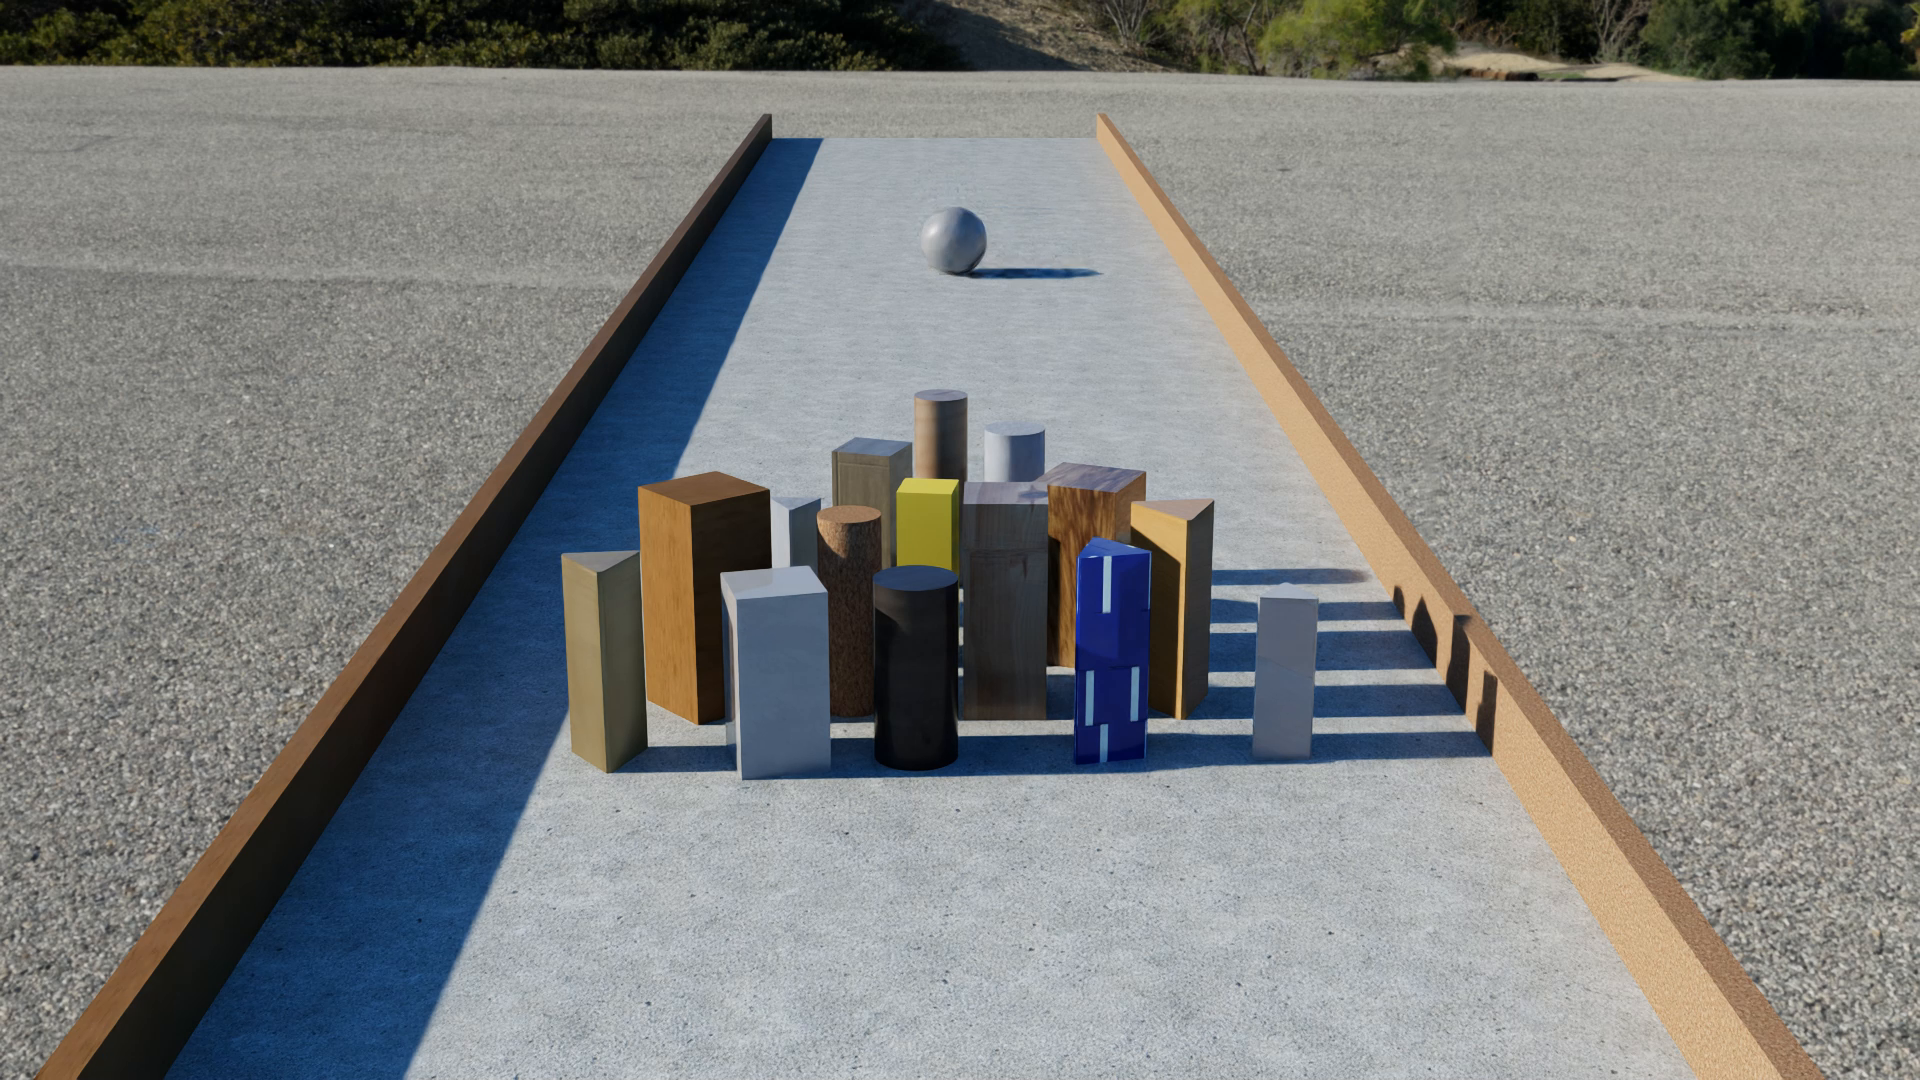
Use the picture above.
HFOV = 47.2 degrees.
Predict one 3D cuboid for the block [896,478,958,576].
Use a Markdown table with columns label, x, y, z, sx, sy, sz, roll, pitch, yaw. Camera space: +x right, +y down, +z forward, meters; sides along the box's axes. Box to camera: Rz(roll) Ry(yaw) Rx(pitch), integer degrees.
| label | x | y | z | sx | sy | sz | roll | pitch | yaw |
| --- | --- | --- | --- | --- | --- | --- | --- | --- | --- |
| block | -0.063 | 0.065 | 4.377 | 0.108 | 0.359 | 0.108 | 2 | 17 | 7 |

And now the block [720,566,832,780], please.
| label | x | y | z | sx | sy | sz | roll | pitch | yaw |
| --- | --- | --- | --- | --- | --- | --- | --- | --- | --- |
| block | -0.324 | 0.232 | 3.869 | 0.159 | 0.330 | 0.159 | -5 | 17 | -15 |

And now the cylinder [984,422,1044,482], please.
| label | x | y | z | sx | sy | sz | roll | pitch | yaw |
| --- | --- | --- | --- | --- | --- | --- | --- | --- | --- |
| cylinder | 0.113 | -0.035 | 4.624 | 0.127 | 0.411 | 0.127 | 0 | 17 | 0 |

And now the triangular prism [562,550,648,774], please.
| label | x | y | z | sx | sy | sz | roll | pitch | yaw |
| --- | --- | --- | --- | --- | --- | --- | --- | --- | --- |
| triangular prism | -0.610 | 0.207 | 3.883 | 0.116 | 0.370 | 0.134 | -13 | 21 | -36 |

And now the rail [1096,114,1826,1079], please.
| label | x | y | z | sx | sy | sz | roll | pitch | yaw |
| --- | --- | --- | --- | --- | --- | --- | --- | --- | --- |
| rail | 0.932 | -0.844 | 7.801 | 0.050 | 0.150 | 12.000 | 0 | 17 | -1 |

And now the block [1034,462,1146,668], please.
| label | x | y | z | sx | sy | sz | roll | pitch | yaw |
| --- | --- | --- | --- | --- | --- | --- | --- | --- | --- |
| block | 0.255 | 0.053 | 4.397 | 0.178 | 0.371 | 0.178 | 7 | 18 | 22 |

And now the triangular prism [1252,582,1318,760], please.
| label | x | y | z | sx | sy | sz | roll | pitch | yaw |
| --- | --- | --- | --- | --- | --- | --- | --- | --- | --- |
| triangular prism | 0.577 | 0.232 | 3.917 | 0.103 | 0.301 | 0.089 | 2 | 17 | 6 |

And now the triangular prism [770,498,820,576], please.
| label | x | y | z | sx | sy | sz | roll | pitch | yaw |
| --- | --- | --- | --- | --- | --- | --- | --- | --- | --- |
| triangular prism | -0.343 | 0.074 | 4.417 | 0.089 | 0.319 | 0.103 | 10 | 19 | 30 |

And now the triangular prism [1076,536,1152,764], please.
| label | x | y | z | sx | sy | sz | roll | pitch | yaw |
| --- | --- | --- | --- | --- | --- | --- | --- | --- | --- |
| triangular prism | 0.254 | 0.193 | 3.907 | 0.134 | 0.382 | 0.116 | -4 | 17 | -13 |

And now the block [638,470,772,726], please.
| label | x | y | z | sx | sy | sz | roll | pitch | yaw |
| --- | --- | --- | --- | --- | --- | --- | --- | --- | --- |
| block | -0.474 | 0.106 | 4.130 | 0.176 | 0.422 | 0.176 | -14 | 21 | -38 |

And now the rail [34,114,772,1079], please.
| label | x | y | z | sx | sy | sz | roll | pitch | yaw |
| --- | --- | --- | --- | --- | --- | --- | --- | --- | --- |
| rail | -1.118 | -0.838 | 7.780 | 0.050 | 0.150 | 12.000 | 0 | 17 | -1 |

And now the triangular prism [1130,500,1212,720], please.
| label | x | y | z | sx | sy | sz | roll | pitch | yaw |
| --- | --- | --- | --- | --- | --- | --- | --- | --- | --- |
| triangular prism | 0.421 | 0.121 | 4.141 | 0.135 | 0.388 | 0.156 | -13 | 21 | -36 |

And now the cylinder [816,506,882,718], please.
| label | x | y | z | sx | sy | sz | roll | pitch | yaw |
| --- | --- | --- | --- | --- | --- | --- | --- | --- | --- |
| cylinder | -0.205 | 0.133 | 4.114 | 0.119 | 0.378 | 0.119 | 0 | 17 | 0 |

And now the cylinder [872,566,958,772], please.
| label | x | y | z | sx | sy | sz | roll | pitch | yaw |
| --- | --- | --- | --- | --- | --- | --- | --- | --- | --- |
| cylinder | -0.078 | 0.225 | 3.886 | 0.150 | 0.332 | 0.150 | 0 | 17 | 0 |

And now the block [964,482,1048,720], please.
| label | x | y | z | sx | sy | sz | roll | pitch | yaw |
| --- | --- | --- | --- | --- | --- | --- | --- | --- | --- |
| block | 0.084 | 0.113 | 4.112 | 0.154 | 0.418 | 0.154 | 0 | 17 | 1 |

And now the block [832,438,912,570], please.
| label | x | y | z | sx | sy | sz | roll | pitch | yaw |
| --- | --- | --- | --- | --- | --- | --- | --- | --- | --- |
| block | -0.183 | -0.017 | 4.632 | 0.129 | 0.371 | 0.129 | 6 | 18 | 19 |

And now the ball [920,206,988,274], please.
| label | x | y | z | sx | sy | sz | roll | pitch | yaw |
| --- | --- | --- | --- | --- | --- | --- | --- | --- | --- |
| ball | -0.024 | -1.195 | 8.773 | 0.270 | 0.270 | 0.270 | 0 | 17 | 0 |

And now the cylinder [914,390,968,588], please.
| label | x | y | z | sx | sy | sz | roll | pitch | yaw |
| --- | --- | --- | --- | --- | --- | --- | --- | --- | --- |
| cylinder | -0.041 | -0.112 | 4.855 | 0.117 | 0.426 | 0.117 | 0 | 17 | 0 |
